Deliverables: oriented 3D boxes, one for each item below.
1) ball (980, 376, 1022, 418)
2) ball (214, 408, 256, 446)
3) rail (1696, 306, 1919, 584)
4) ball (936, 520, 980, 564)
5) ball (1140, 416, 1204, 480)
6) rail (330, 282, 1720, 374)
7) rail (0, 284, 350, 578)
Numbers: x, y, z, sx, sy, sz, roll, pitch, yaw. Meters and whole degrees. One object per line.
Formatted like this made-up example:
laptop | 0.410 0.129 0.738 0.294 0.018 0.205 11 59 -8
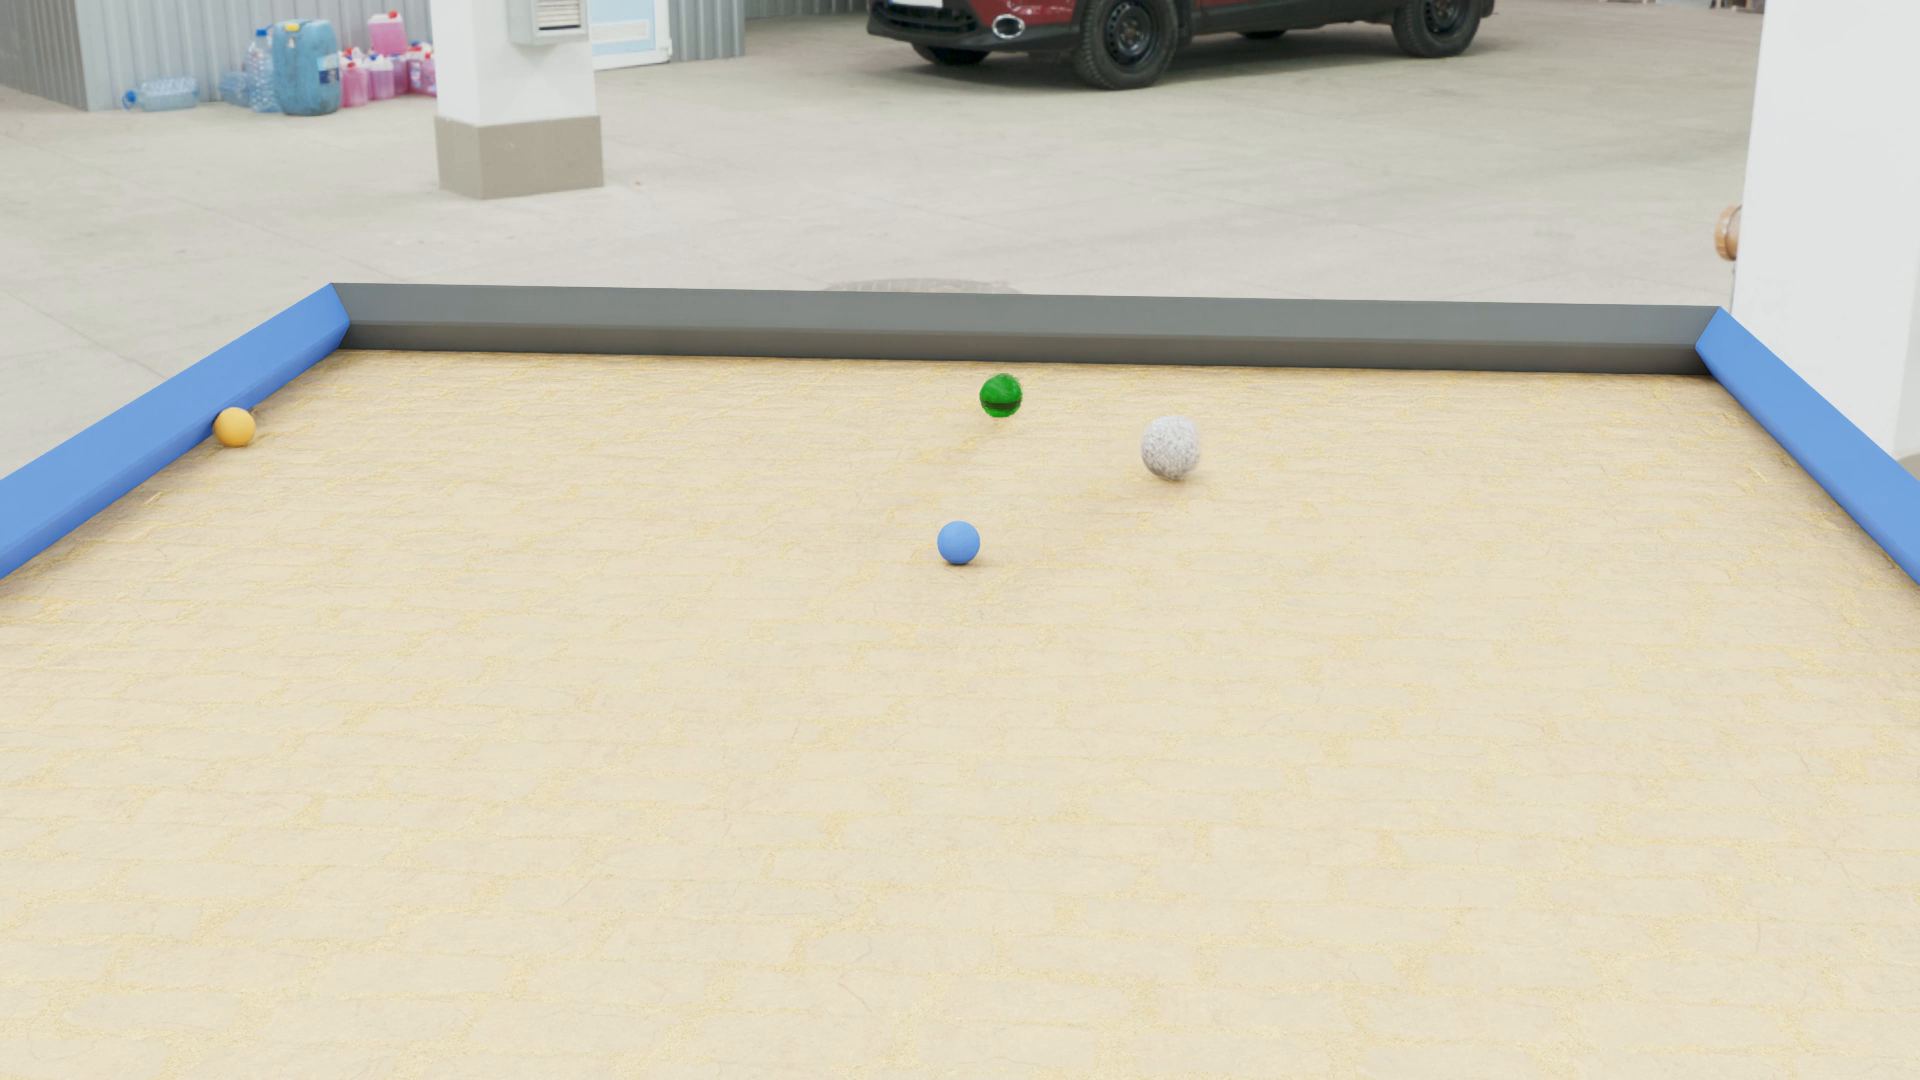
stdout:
ball | 0.063 -0.218 3.355 0.065 0.065 0.065 0 19 0
ball | -1.059 -0.165 3.210 0.057 0.057 0.057 0 19 0
rail | 1.051 0.339 1.626 0.045 0.115 4.173 1 19 4
ball | -0.002 0.003 2.719 0.054 0.054 0.054 0 19 0
ball | 0.294 -0.127 3.050 0.088 0.088 0.088 0 19 0
rail | 0.080 -0.348 3.659 2.320 0.115 0.045 1 19 4
rail | -1.215 0.282 1.795 0.045 0.115 4.173 1 19 4
